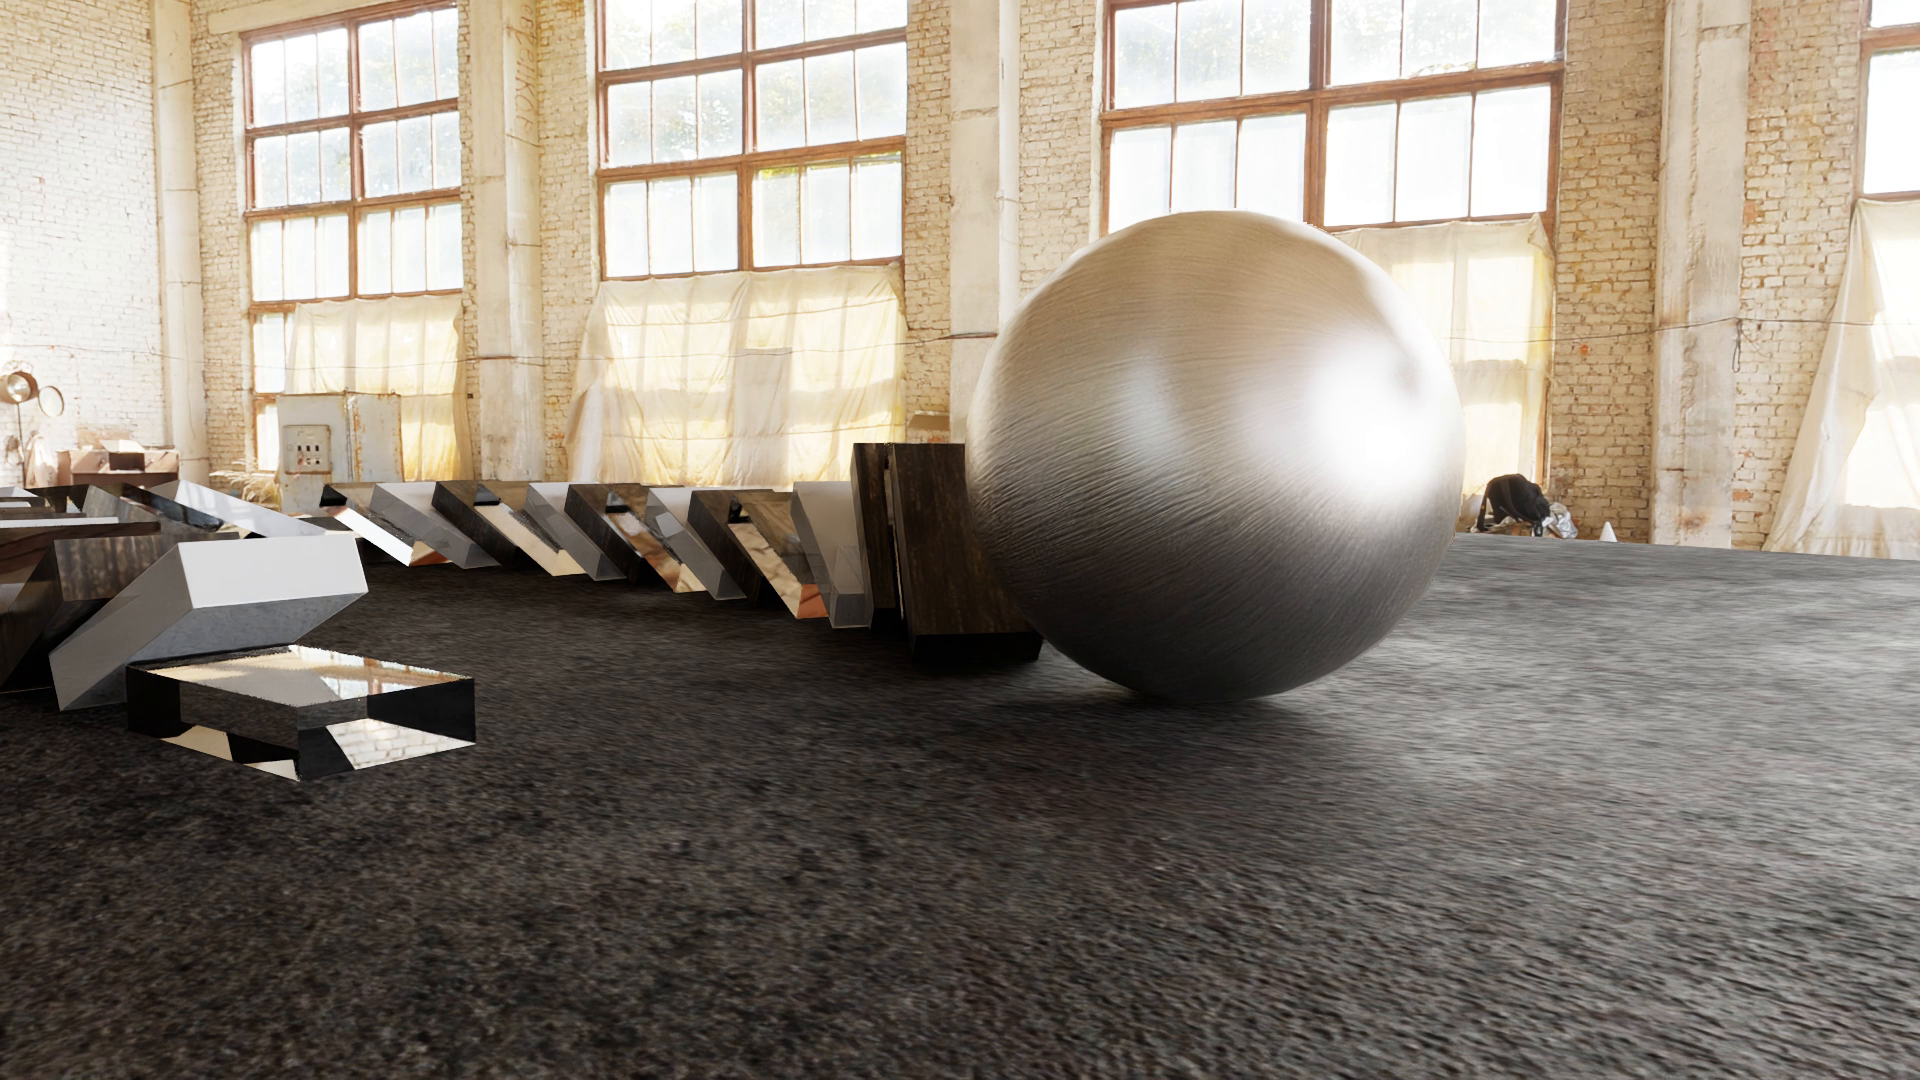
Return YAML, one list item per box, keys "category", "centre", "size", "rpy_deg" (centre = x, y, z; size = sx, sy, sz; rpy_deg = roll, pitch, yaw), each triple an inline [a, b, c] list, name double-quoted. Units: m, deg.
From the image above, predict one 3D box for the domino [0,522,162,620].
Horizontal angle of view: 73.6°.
- category: "domino"
  centre: [-0.160, 0.011, 0.227]
  size: [0.025, 0.009, 0.050]
  rpy_deg: [-4, -18, -43]

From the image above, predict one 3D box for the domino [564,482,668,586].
- category: "domino"
  centre: [-0.102, -0.003, 0.406]
  size: [0.025, 0.009, 0.050]
  rpy_deg: [-4, 31, -43]

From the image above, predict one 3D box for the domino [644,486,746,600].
- category: "domino"
  centre: [-0.069, 0.000, 0.373]
  size: [0.025, 0.010, 0.050]
  rpy_deg: [-3, 30, -38]

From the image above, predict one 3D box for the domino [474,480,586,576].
- category: "domino"
  centre: [-0.140, -0.005, 0.435]
  size: [0.050, 0.009, 0.025]
  rpy_deg: [33, 23, 32]

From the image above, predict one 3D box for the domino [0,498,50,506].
- category: "domino"
  centre: [-0.235, 0.004, 0.318]
  size: [0.025, 0.009, 0.050]
  rpy_deg: [-3, -19, -23]

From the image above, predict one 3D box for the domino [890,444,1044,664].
- category: "domino"
  centre: [0.001, 0.002, 0.263]
  size: [0.025, 0.050, 0.010]
  rpy_deg: [-1, -40, -10]

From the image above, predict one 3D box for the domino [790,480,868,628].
- category: "domino"
  centre: [-0.024, 0.002, 0.318]
  size: [0.025, 0.010, 0.050]
  rpy_deg: [-2, 34, -20]

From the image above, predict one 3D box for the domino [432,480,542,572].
- category: "domino"
  centre: [-0.159, -0.006, 0.448]
  size: [0.050, 0.010, 0.025]
  rpy_deg: [32, 21, 30]

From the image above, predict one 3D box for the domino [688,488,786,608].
- category: "domino"
  centre: [-0.054, 0.001, 0.354]
  size: [0.025, 0.009, 0.050]
  rpy_deg: [-3, 30, -34]

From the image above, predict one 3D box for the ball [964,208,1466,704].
- category: "ball"
  centre: [0.041, -0.013, 0.212]
  size: [0.080, 0.080, 0.080]
  rpy_deg: [0, 4, 0]

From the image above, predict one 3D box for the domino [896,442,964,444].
- category: "domino"
  centre: [0.000, 0.000, 0.276]
  size: [0.025, 0.050, 0.010]
  rpy_deg: [0, -40, -10]

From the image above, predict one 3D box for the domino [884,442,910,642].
- category: "domino"
  centre: [-0.003, -0.001, 0.289]
  size: [0.025, 0.050, 0.010]
  rpy_deg: [0, -40, -9]

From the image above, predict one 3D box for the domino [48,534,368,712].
- category: "domino"
  centre: [-0.117, 0.013, 0.199]
  size: [0.050, 0.009, 0.025]
  rpy_deg: [-25, -11, 34]

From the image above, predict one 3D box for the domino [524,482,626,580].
- category: "domino"
  centre: [-0.120, -0.004, 0.422]
  size: [0.025, 0.010, 0.050]
  rpy_deg: [-4, 31, -45]

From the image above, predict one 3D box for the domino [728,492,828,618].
- category: "domino"
  centre: [-0.040, 0.003, 0.336]
  size: [0.025, 0.010, 0.050]
  rpy_deg: [-3, 29, -31]

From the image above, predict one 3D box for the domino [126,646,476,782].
- category: "domino"
  centre: [-0.096, 0.024, 0.186]
  size: [0.050, 0.010, 0.025]
  rpy_deg: [3, 5, 36]

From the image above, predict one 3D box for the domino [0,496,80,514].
- category: "domino"
  centre: [-0.244, 0.002, 0.340]
  size: [0.025, 0.010, 0.050]
  rpy_deg: [-2, -20, -20]

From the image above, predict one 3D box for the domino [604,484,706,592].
- category: "domino"
  centre: [-0.085, -0.001, 0.390]
  size: [0.025, 0.009, 0.050]
  rpy_deg: [-4, 30, -40]

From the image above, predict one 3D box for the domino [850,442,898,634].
- category: "domino"
  centre: [-0.011, -0.001, 0.301]
  size: [0.025, 0.050, 0.010]
  rpy_deg: [-1, -40, -12]

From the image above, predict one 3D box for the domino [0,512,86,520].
- category: "domino"
  centre: [-0.194, 0.008, 0.261]
  size: [0.025, 0.009, 0.050]
  rpy_deg: [-3, -19, -38]

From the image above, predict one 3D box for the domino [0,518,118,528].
- category: "domino"
  centre: [-0.177, 0.010, 0.243]
  size: [0.025, 0.010, 0.050]
  rpy_deg: [-4, -18, -40]

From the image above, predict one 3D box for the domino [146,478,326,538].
- category: "domino"
  centre: [-0.245, -0.006, 0.432]
  size: [0.025, 0.009, 0.050]
  rpy_deg: [-9, -23, 32]

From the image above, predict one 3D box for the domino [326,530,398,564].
- category: "domino"
  centre: [-0.232, 0.002, 0.473]
  size: [0.050, 0.009, 0.025]
  rpy_deg: [2, 5, 22]

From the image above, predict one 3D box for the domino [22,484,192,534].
- category: "domino"
  centre: [-0.253, -0.002, 0.386]
  size: [0.025, 0.009, 0.050]
  rpy_deg: [-3, -21, 11]

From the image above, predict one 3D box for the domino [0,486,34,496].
- category: "domino"
  centre: [-0.258, 0.000, 0.363]
  size: [0.025, 0.010, 0.050]
  rpy_deg: [-3, -21, 10]

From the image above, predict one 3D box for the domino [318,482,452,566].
- category: "domino"
  centre: [-0.205, -0.007, 0.466]
  size: [0.050, 0.010, 0.025]
  rpy_deg: [27, 16, 23]

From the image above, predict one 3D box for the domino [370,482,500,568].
- category: "domino"
  centre: [-0.183, -0.006, 0.457]
  size: [0.050, 0.009, 0.025]
  rpy_deg: [27, 15, 23]

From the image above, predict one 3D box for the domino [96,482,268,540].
- category: "domino"
  centre: [-0.252, -0.004, 0.410]
  size: [0.025, 0.009, 0.050]
  rpy_deg: [-5, -21, 24]

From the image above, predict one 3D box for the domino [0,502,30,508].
- category: "domino"
  centre: [-0.225, 0.005, 0.297]
  size: [0.025, 0.009, 0.050]
  rpy_deg: [-3, -19, -25]

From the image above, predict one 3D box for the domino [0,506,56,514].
- category: "domino"
  centre: [-0.210, 0.007, 0.278]
  size: [0.025, 0.010, 0.050]
  rpy_deg: [-3, -20, -33]

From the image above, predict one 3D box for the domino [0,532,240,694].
- category: "domino"
  centre: [-0.140, 0.012, 0.213]
  size: [0.050, 0.009, 0.025]
  rpy_deg: [-27, -15, 40]
